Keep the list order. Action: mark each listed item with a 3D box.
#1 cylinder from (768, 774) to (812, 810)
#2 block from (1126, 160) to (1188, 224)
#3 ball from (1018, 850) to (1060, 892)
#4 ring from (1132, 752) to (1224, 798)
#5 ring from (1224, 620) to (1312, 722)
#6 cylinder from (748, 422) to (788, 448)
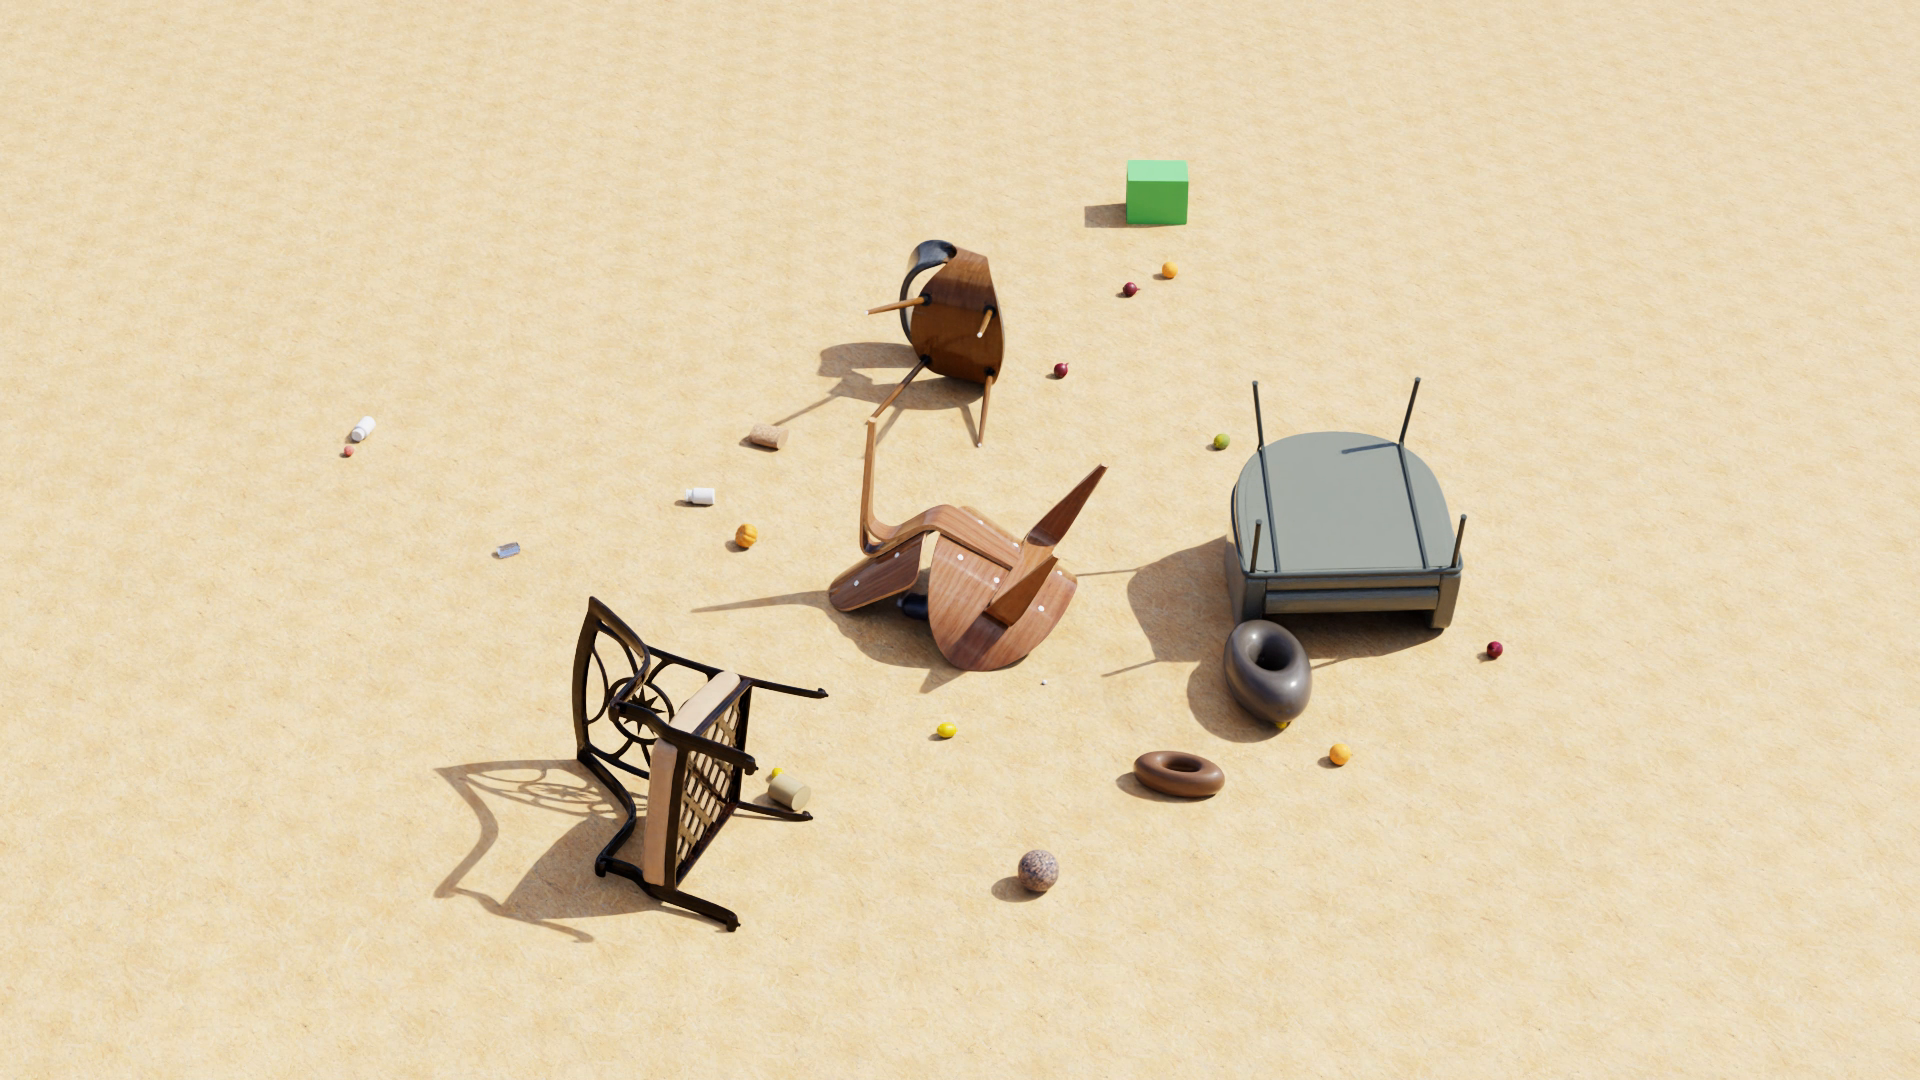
[{"bbox_3d":[-0.560,0.826,9.616,0.107,0.083,0.096,24,43,32],"label":"cylinder"},{"bbox_3d":[0.881,-1.555,13.110,0.268,0.215,0.210,1,33,1],"label":"block"},{"bbox_3d":[0.247,1.042,9.242,0.134,0.134,0.134,0,33,0],"label":"ball"},{"bbox_3d":[0.723,0.773,9.687,0.311,0.094,0.166,9,33,12],"label":"ring"},{"bbox_3d":[1.058,0.449,10.085,0.291,0.178,0.535,-5,28,-5],"label":"ring"},{"bbox_3d":[-0.751,-0.409,11.507,0.125,0.065,0.106,13,39,19],"label":"cylinder"}]
